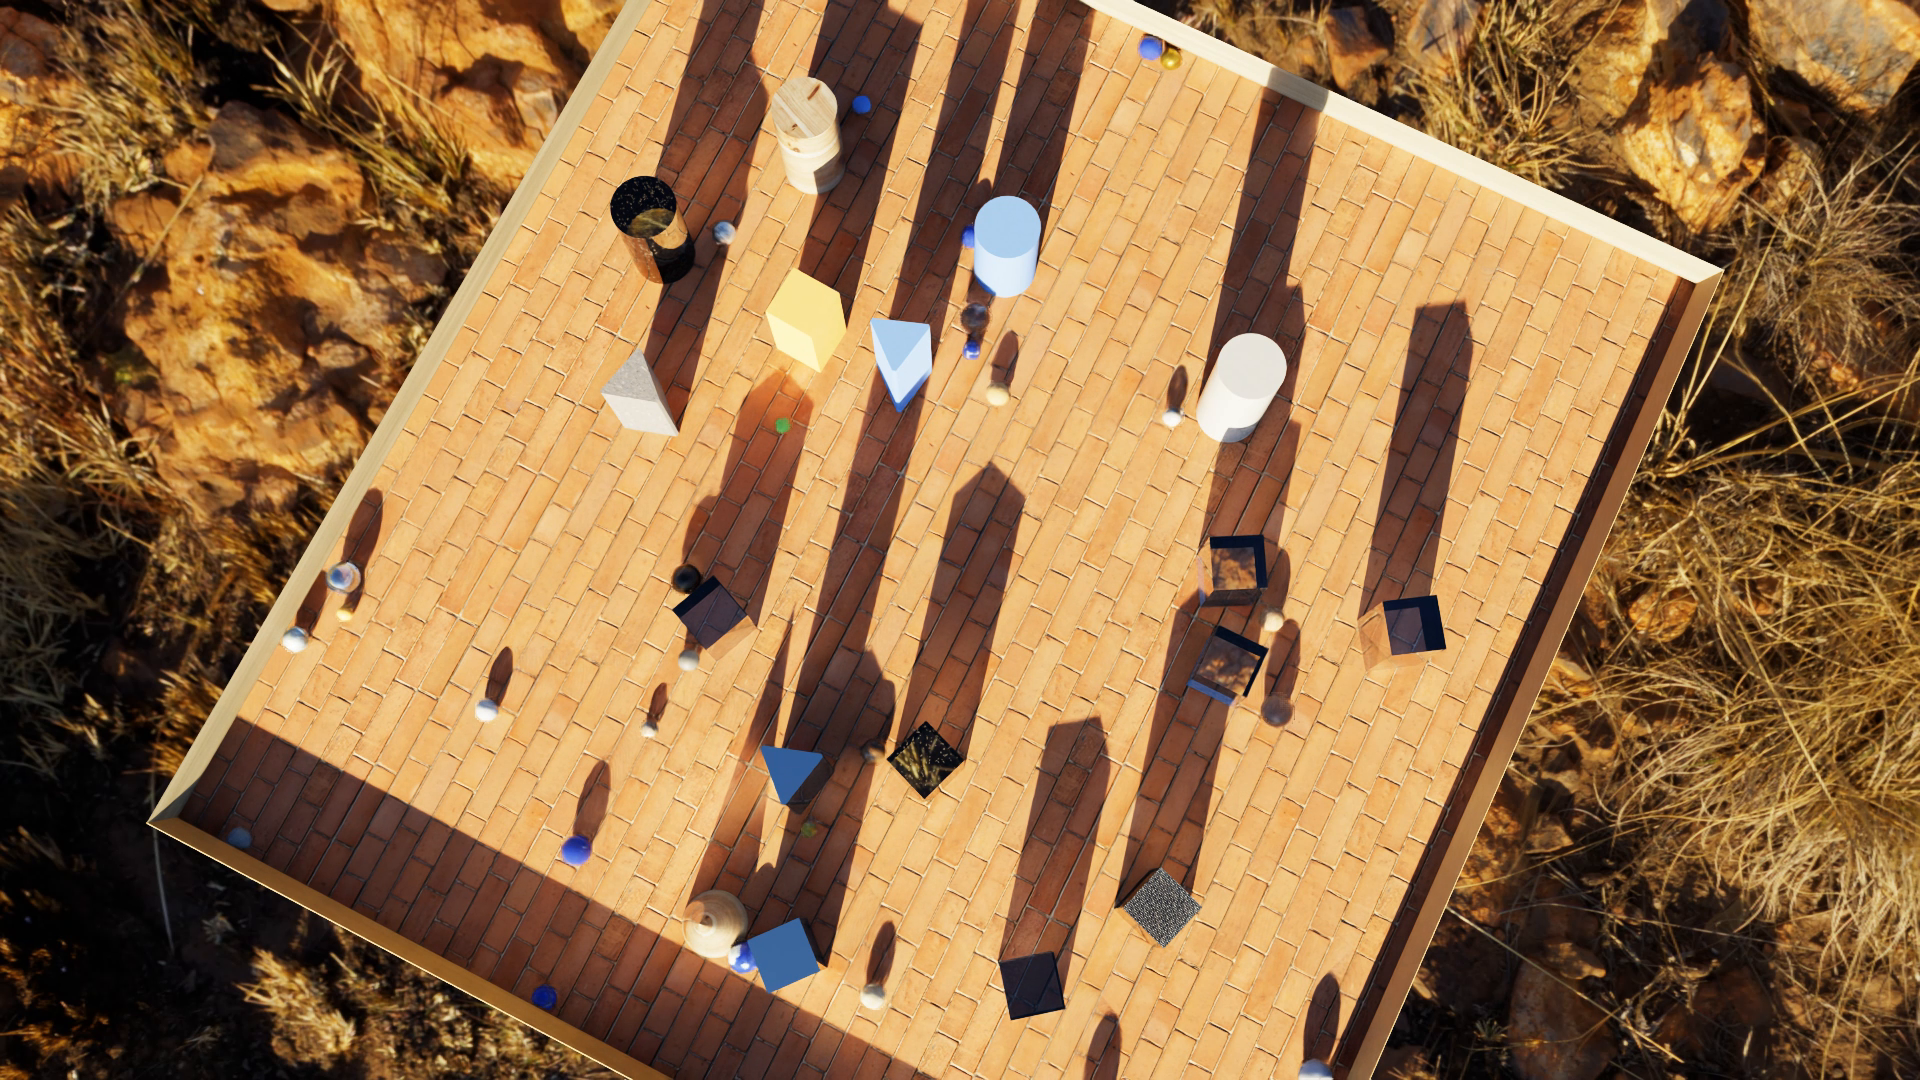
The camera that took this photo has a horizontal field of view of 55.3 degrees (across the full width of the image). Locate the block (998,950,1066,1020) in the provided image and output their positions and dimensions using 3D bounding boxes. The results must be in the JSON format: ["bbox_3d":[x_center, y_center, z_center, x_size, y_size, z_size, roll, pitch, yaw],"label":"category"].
[{"bbox_3d":[0.202,1.270,5.233,0.158,0.237,0.158,-11,79,-2],"label":"block"}]

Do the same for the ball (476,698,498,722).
[{"bbox_3d":[-1.413,0.509,5.477,0.067,0.067,0.067,0,78,0],"label":"ball"}]

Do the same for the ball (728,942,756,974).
[{"bbox_3d":[-0.626,1.211,5.319,0.091,0.091,0.091,0,78,0],"label":"ball"}]

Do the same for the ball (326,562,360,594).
[{"bbox_3d":[-1.865,0.115,5.542,0.099,0.099,0.099,0,78,0],"label":"ball"}]

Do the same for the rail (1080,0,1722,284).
[{"bbox_3d":[0.800,-1.560,5.873,3.467,0.128,0.045,26,80,5],"label":"rail"}]

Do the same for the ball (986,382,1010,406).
[{"bbox_3d":[0.117,-0.454,5.673,0.074,0.074,0.074,0,78,0],"label":"ball"}]

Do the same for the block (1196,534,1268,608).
[{"bbox_3d":[0.806,0.095,5.445,0.158,0.297,0.158,-3,78,-1],"label":"block"}]

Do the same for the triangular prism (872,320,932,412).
[{"bbox_3d":[-0.198,-0.551,5.506,0.148,0.440,0.171,36,81,7],"label":"triangular prism"}]

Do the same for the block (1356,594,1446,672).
[{"bbox_3d":[1.293,0.277,5.384,0.158,0.343,0.158,-7,78,-1],"label":"block"}]

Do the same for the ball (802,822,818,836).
[{"bbox_3d":[-0.444,0.854,5.417,0.046,0.046,0.046,0,78,0],"label":"ball"}]

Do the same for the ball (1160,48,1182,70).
[{"bbox_3d":[0.680,-1.549,5.902,0.069,0.069,0.069,0,78,0],"label":"ball"}]

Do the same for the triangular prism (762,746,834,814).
[{"bbox_3d":[-0.485,0.658,5.231,0.148,0.489,0.171,38,81,7],"label":"triangular prism"}]

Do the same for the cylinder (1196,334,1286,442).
[{"bbox_3d":[0.833,-0.447,5.463,0.197,0.481,0.197,0,78,0],"label":"cylinder"}]

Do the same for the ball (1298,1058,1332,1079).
[{"bbox_3d":[1.018,1.537,5.249,0.096,0.096,0.096,0,78,0],"label":"ball"}]

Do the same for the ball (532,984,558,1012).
[{"bbox_3d":[-1.204,1.326,5.305,0.074,0.074,0.074,0,78,0],"label":"ball"}]

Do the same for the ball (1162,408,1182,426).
[{"bbox_3d":[0.656,-0.381,5.665,0.060,0.060,0.060,0,78,0],"label":"ball"}]

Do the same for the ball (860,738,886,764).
[{"bbox_3d":[-0.258,0.628,5.449,0.074,0.074,0.074,0,78,0],"label":"ball"}]

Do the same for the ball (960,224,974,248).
[{"bbox_3d":[0.037,-0.957,5.777,0.073,0.073,0.073,0,78,0],"label":"ball"}]

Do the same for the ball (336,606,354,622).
[{"bbox_3d":[-1.860,0.221,5.546,0.048,0.048,0.048,0,78,0],"label":"ball"}]

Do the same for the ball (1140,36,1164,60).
[{"bbox_3d":[0.616,-1.585,5.905,0.077,0.077,0.077,0,78,0],"label":"ball"}]

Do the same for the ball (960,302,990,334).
[{"bbox_3d":[0.047,-0.691,5.711,0.095,0.095,0.095,0,78,0],"label":"ball"}]

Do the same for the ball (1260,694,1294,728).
[{"bbox_3d":[0.943,0.510,5.461,0.098,0.098,0.098,0,78,0],"label":"ball"}]

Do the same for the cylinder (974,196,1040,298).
[{"bbox_3d":[0.142,-0.897,5.625,0.197,0.347,0.197,0,78,0],"label":"cylinder"}]

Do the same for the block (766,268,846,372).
[{"bbox_3d":[-0.464,-0.664,5.572,0.158,0.357,0.158,30,80,6],"label":"block"}]

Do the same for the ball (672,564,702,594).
[{"bbox_3d":[-0.828,0.119,5.545,0.092,0.092,0.092,0,78,0],"label":"ball"}]

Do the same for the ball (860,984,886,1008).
[{"bbox_3d":[-0.253,1.320,5.306,0.072,0.072,0.072,0,78,0],"label":"ball"}]

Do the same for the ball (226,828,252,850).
[{"bbox_3d":[-2.123,0.881,5.399,0.069,0.069,0.069,0,78,0],"label":"ball"}]

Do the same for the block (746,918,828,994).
[{"bbox_3d":[-0.491,1.184,5.231,0.158,0.274,0.158,-23,79,-5],"label":"block"}]

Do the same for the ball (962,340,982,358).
[{"bbox_3d":[0.037,-0.595,5.710,0.058,0.058,0.058,0,78,0],"label":"ball"}]

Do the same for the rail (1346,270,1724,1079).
[{"bbox_3d":[1.529,0.756,5.394,0.045,0.128,3.624,26,80,5],"label":"rail"}]

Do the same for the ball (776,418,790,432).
[{"bbox_3d":[-0.546,-0.356,5.667,0.046,0.046,0.046,0,78,0],"label":"ball"}]

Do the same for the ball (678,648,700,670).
[{"bbox_3d":[-0.816,0.360,5.508,0.066,0.066,0.066,0,78,0],"label":"ball"}]

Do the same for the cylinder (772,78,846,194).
[{"bbox_3d":[-0.464,-1.242,5.656,0.197,0.426,0.197,0,78,0],"label":"cylinder"}]

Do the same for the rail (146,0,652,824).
[{"bbox_3d":[-1.529,-0.742,5.704,0.045,0.128,3.624,26,80,5],"label":"rail"}]

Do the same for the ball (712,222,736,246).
[{"bbox_3d":[-0.744,-0.967,5.778,0.076,0.076,0.076,0,78,0],"label":"ball"}]

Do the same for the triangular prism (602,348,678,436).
[{"bbox_3d":[-0.946,-0.449,5.513,0.171,0.384,0.148,9,78,2],"label":"triangular prism"}]

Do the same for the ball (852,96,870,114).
[{"bbox_3d":[-0.316,-1.395,5.875,0.058,0.058,0.058,0,78,0],"label":"ball"}]

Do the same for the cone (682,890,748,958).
[{"bbox_3d":[-0.720,1.093,5.221,0.197,0.332,0.197,0,78,0],"label":"cone"}]

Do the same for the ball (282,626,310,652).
[{"bbox_3d":[-1.999,0.298,5.516,0.076,0.076,0.076,0,78,0],"label":"ball"}]

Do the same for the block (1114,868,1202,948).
[{"bbox_3d":[0.563,1.053,5.244,0.158,0.303,0.158,43,82,8],"label":"block"}]

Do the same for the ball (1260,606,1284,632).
[{"bbox_3d":[0.941,0.237,5.529,0.075,0.075,0.075,0,78,0],"label":"ball"}]

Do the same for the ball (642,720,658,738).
[{"bbox_3d":[-0.927,0.565,5.475,0.049,0.049,0.049,0,78,0],"label":"ball"}]

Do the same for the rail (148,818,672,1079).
[{"bbox_3d":[-0.800,1.573,5.225,3.467,0.128,0.045,26,80,5],"label":"rail"}]

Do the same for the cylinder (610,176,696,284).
[{"bbox_3d":[-0.936,-0.944,5.609,0.197,0.397,0.197,0,78,0],"label":"cylinder"}]

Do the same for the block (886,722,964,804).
[{"bbox_3d":[-0.099,0.652,5.335,0.158,0.287,0.158,-43,82,-8],"label":"block"}]

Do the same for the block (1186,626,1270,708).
[{"bbox_3d":[0.787,0.376,5.409,0.158,0.254,0.158,26,79,5],"label":"block"}]

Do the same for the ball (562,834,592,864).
[{"bbox_3d":[-1.124,0.909,5.383,0.088,0.088,0.088,0,78,0],"label":"ball"}]

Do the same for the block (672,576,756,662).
[{"bbox_3d":[-0.727,0.235,5.444,0.158,0.243,0.158,-40,81,-8],"label":"block"}]
